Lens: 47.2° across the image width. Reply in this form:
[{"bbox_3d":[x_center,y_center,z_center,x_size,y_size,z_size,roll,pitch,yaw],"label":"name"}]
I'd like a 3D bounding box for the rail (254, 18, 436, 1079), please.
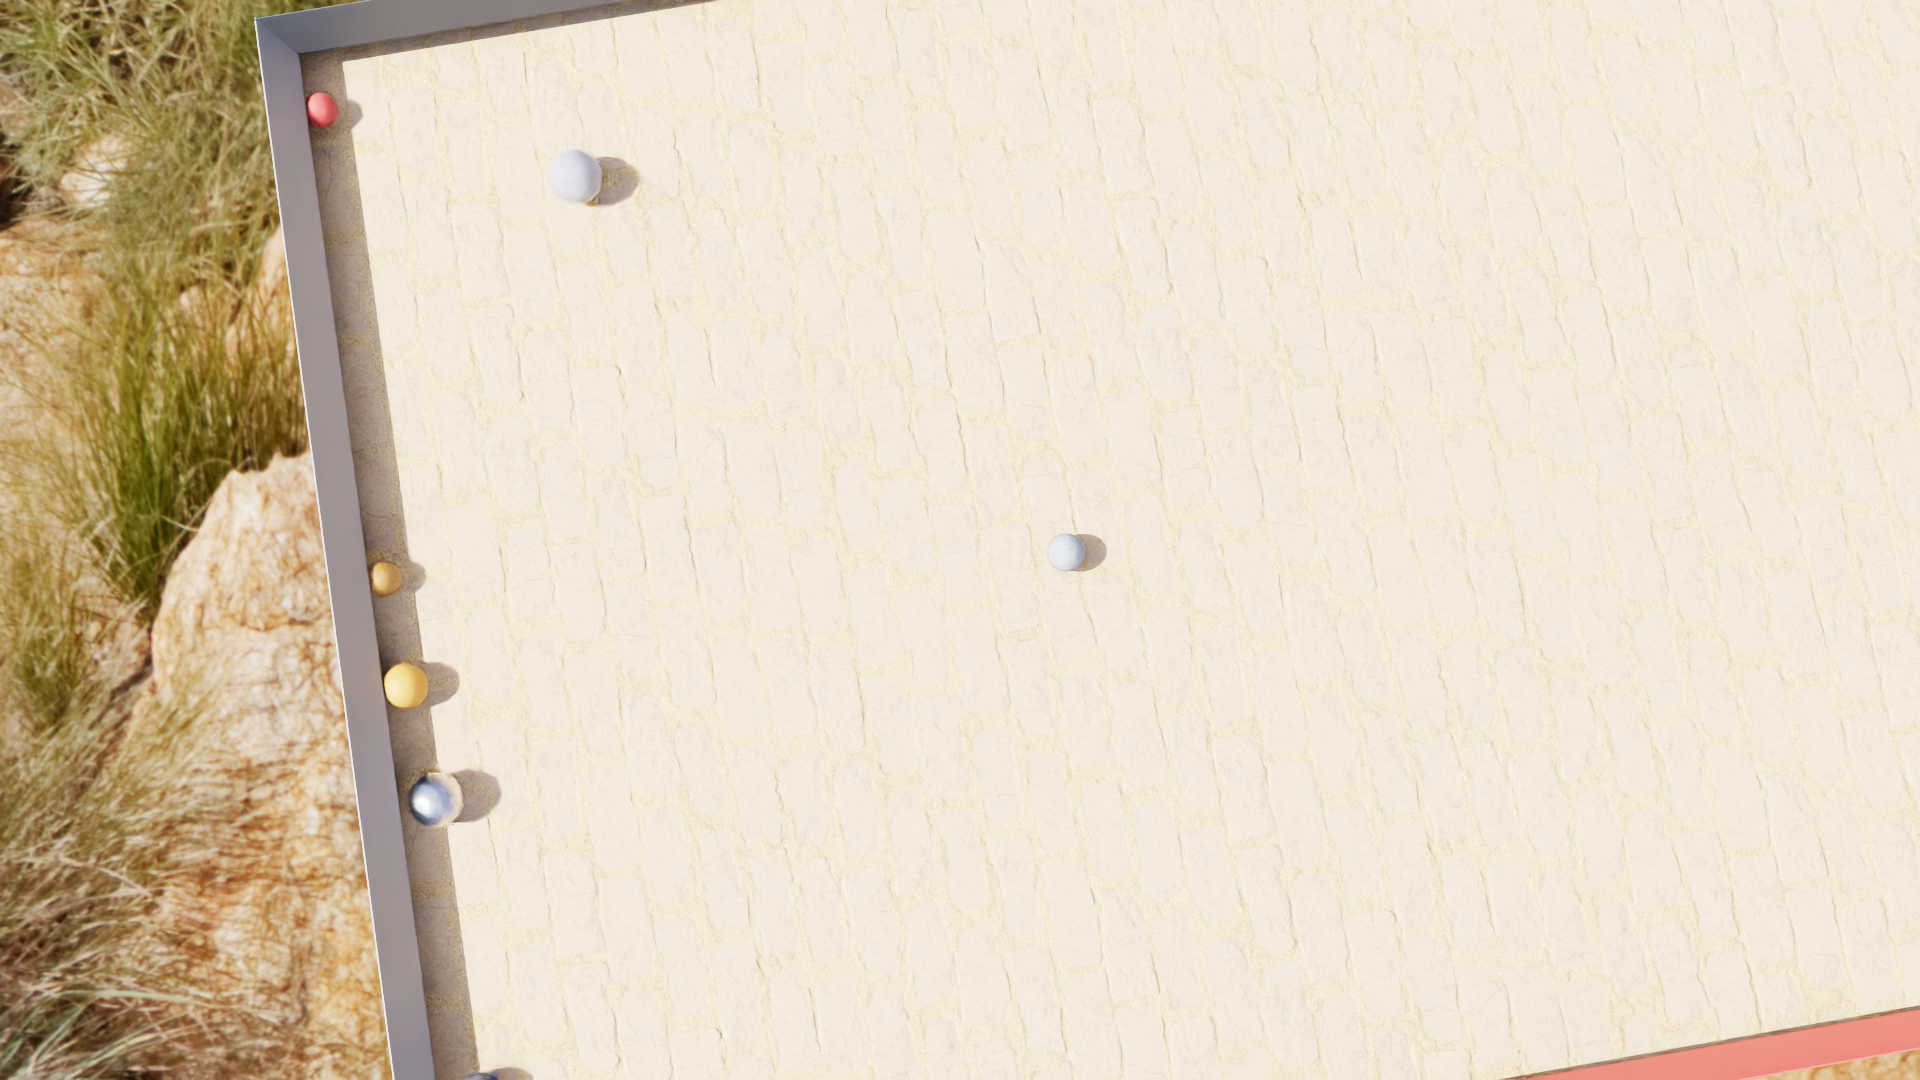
[{"bbox_3d":[-0.879,0.146,3.228,0.045,0.106,1.902,-10,82,-1],"label":"rail"}]

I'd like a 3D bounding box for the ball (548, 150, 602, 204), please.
[{"bbox_3d":[-0.584,-0.551,3.342,0.082,0.082,0.082,0,82,0],"label":"ball"}]

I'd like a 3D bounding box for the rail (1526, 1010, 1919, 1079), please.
[{"bbox_3d":[1.059,0.749,3.140,3.662,0.106,0.045,-10,82,-1],"label":"rail"}]

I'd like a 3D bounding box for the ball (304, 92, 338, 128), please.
[{"bbox_3d":[-0.981,-0.659,3.372,0.053,0.053,0.053,0,82,0],"label":"ball"}]

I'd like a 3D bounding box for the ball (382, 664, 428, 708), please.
[{"bbox_3d":[-0.816,0.215,3.239,0.066,0.066,0.066,0,82,0],"label":"ball"}]

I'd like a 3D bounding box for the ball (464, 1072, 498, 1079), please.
[{"bbox_3d":[-0.688,0.798,3.153,0.068,0.068,0.068,0,82,0],"label":"ball"}]

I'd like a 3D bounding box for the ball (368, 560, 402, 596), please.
[{"bbox_3d":[-0.857,0.057,3.268,0.053,0.053,0.053,0,82,0],"label":"ball"}]

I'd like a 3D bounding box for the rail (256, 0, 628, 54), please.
[{"bbox_3d":[0.746,-1.061,3.403,3.662,0.106,0.045,-10,82,-1],"label":"rail"}]

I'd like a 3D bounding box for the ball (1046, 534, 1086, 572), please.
[{"bbox_3d":[0.158,0.019,3.271,0.057,0.057,0.057,0,82,0],"label":"ball"}]

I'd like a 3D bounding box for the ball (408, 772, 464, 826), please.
[{"bbox_3d":[-0.764,0.378,3.208,0.080,0.080,0.080,0,82,0],"label":"ball"}]
